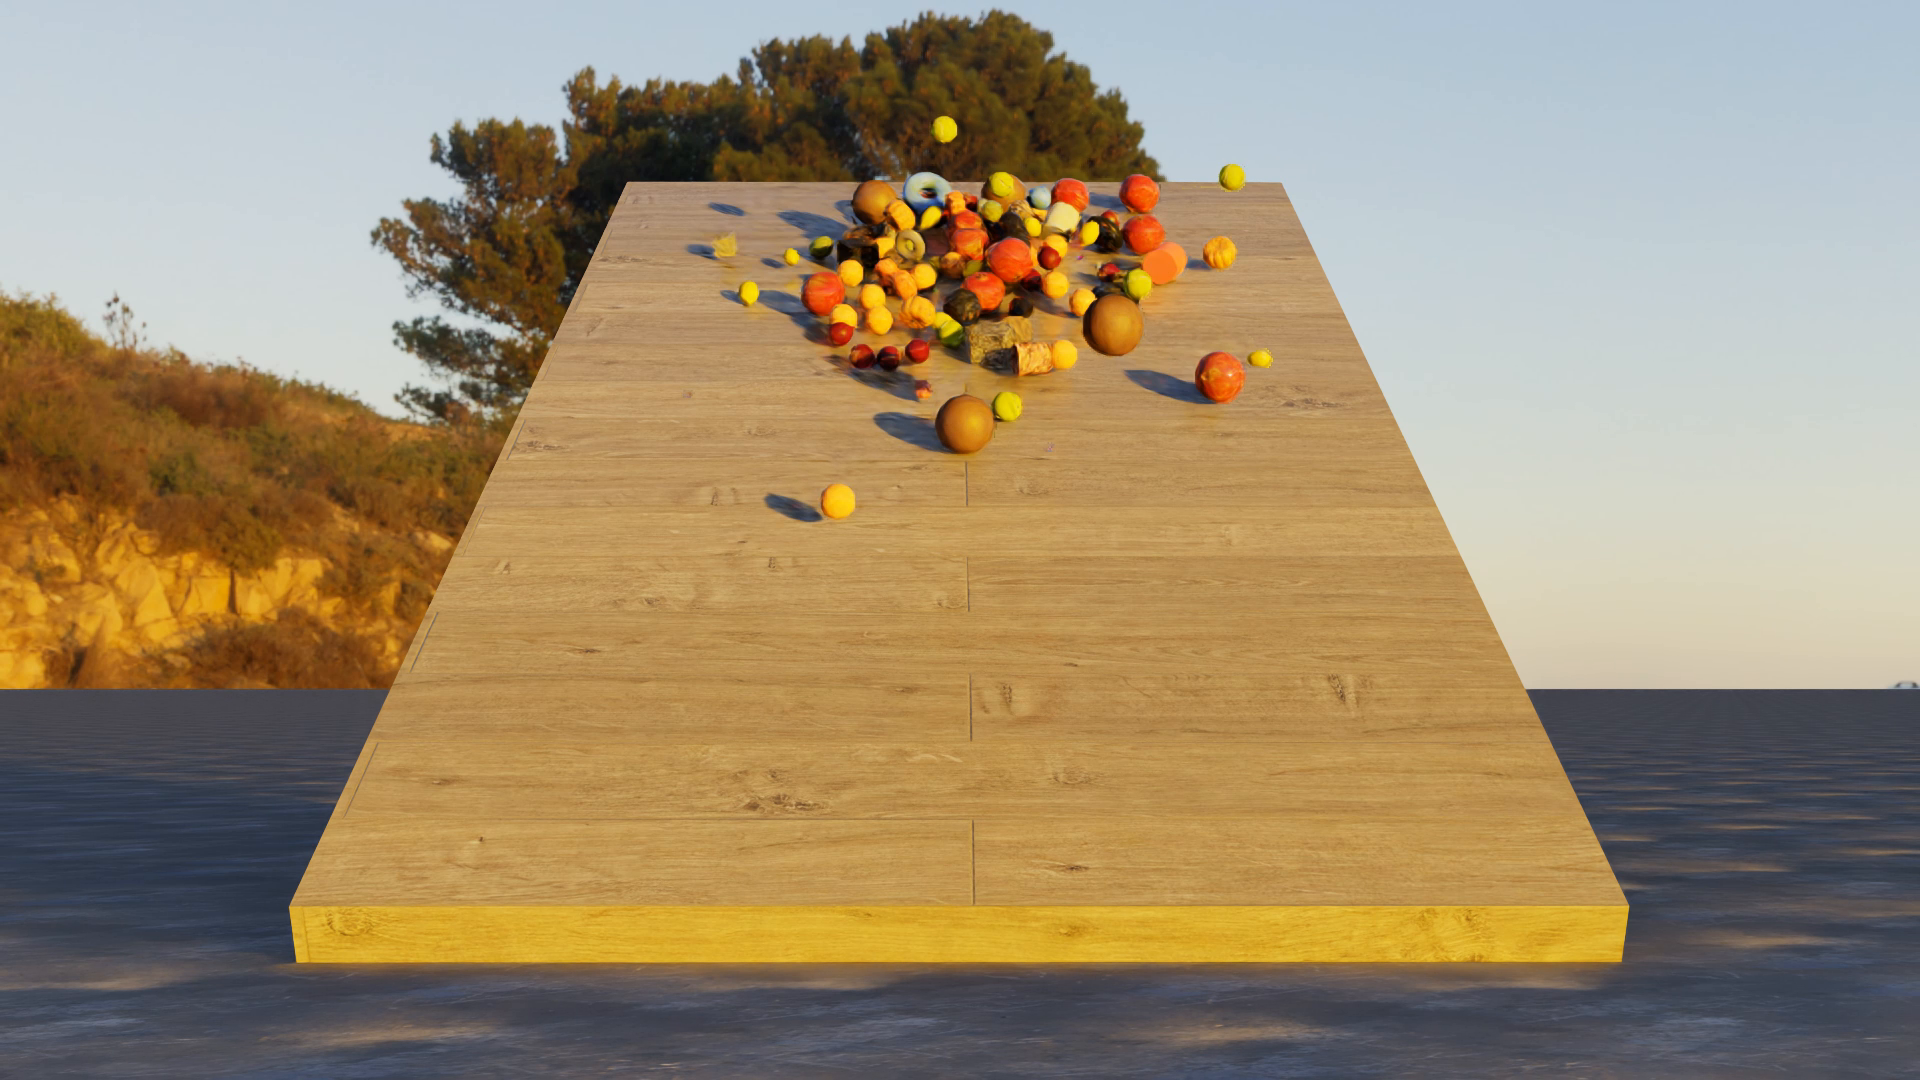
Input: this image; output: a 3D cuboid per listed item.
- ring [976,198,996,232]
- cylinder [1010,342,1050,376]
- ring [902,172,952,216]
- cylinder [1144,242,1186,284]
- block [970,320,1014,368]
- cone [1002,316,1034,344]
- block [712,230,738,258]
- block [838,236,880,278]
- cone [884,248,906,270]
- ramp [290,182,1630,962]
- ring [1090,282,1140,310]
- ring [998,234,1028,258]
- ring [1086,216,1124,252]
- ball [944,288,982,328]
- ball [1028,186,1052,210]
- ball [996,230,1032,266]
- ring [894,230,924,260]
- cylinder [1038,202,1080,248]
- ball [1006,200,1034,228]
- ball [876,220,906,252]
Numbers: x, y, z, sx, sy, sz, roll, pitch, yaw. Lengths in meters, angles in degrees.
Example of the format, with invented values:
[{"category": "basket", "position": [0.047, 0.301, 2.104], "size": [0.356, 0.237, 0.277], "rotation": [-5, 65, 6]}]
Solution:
[{"category": "ring", "position": [0.074, -0.923, 6.625], "size": [0.032, 0.097, 0.097], "rotation": [-12, -8, 20]}, {"category": "cylinder", "position": [0.168, -0.431, 5.542], "size": [0.077, 0.077, 0.077], "rotation": [-7, -2, -13]}, {"category": "ring", "position": [-0.092, -0.978, 6.586], "size": [0.145, 0.145, 0.048], "rotation": [1, -31, -12]}, {"category": "cylinder", "position": [0.547, -0.739, 6.216], "size": [0.093, 0.093, 0.093], "rotation": [-2, 18, 24]}, {"category": "block", "position": [0.077, -0.473, 5.634], "size": [0.082, 0.082, 0.082], "rotation": [8, 31, 17]}, {"category": "cone", "position": [0.139, -0.508, 5.750], "size": [0.092, 0.092, 0.092], "rotation": [0, 5, 4]}, {"category": "block", "position": [-0.644, -0.810, 6.381], "size": [0.051, 0.051, 0.051], "rotation": [-7, 30, 9]}, {"category": "block", "position": [-0.274, -0.763, 6.284], "size": [0.082, 0.082, 0.082], "rotation": [-15, 28, -30]}, {"category": "cone", "position": [-0.165, -0.763, 6.345], "size": [0.058, 0.058, 0.058], "rotation": [-2, -2, 32]}, {"category": "ramp", "position": [-0.008, -0.229, 5.321], "size": [2.000, 0.100, 4.000], "rotation": [0, 24, 0]}, {"category": "ring", "position": [0.404, -0.634, 6.049], "size": [0.131, 0.044, 0.131], "rotation": [1, 25, -1]}, {"category": "ring", "position": [0.144, -0.802, 6.345], "size": [0.083, 0.028, 0.083], "rotation": [-11, -34, -7]}, {"category": "ring", "position": [0.399, -0.844, 6.419], "size": [0.118, 0.039, 0.118], "rotation": [34, -23, 17]}, {"category": "ball", "position": [0.005, -0.585, 5.873], "size": [0.096, 0.096, 0.096], "rotation": [0, -4, 0]}, {"category": "ball", "position": [0.206, -0.886, 6.043], "size": [0.062, 0.062, 0.062], "rotation": [0, -4, 0]}, {"category": "ball", "position": [0.144, -0.782, 6.235], "size": [0.093, 0.093, 0.093], "rotation": [0, -4, 0]}, {"category": "ring", "position": [-0.132, -0.773, 6.104], "size": [0.086, 0.086, 0.029], "rotation": [-2, 28, 30]}, {"category": "cylinder", "position": [0.277, -0.873, 6.467], "size": [0.090, 0.090, 0.090], "rotation": [18, -32, 11]}, {"category": "ball", "position": [0.168, -0.905, 6.464], "size": [0.077, 0.077, 0.077], "rotation": [0, -4, 0]}, {"category": "ball", "position": [-0.191, -0.841, 6.440], "size": [0.088, 0.088, 0.088], "rotation": [0, -4, 0]}]
